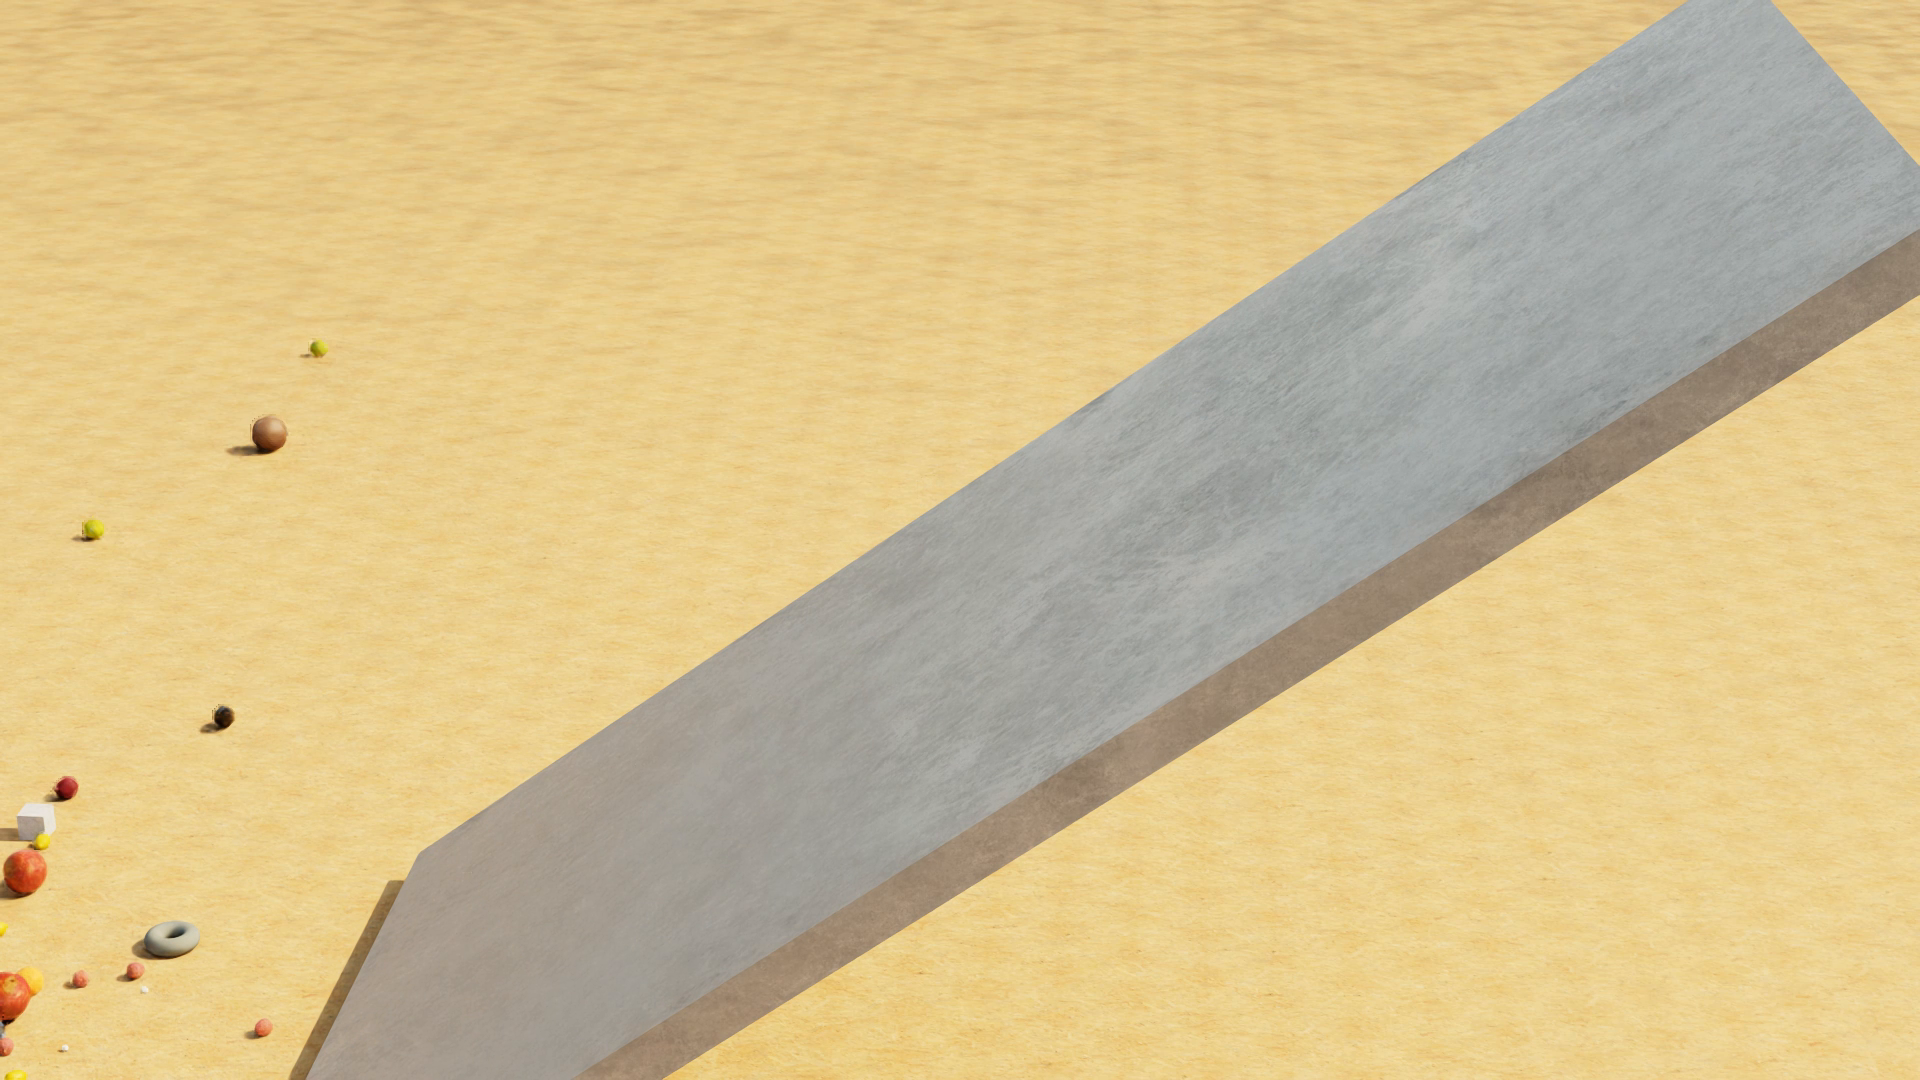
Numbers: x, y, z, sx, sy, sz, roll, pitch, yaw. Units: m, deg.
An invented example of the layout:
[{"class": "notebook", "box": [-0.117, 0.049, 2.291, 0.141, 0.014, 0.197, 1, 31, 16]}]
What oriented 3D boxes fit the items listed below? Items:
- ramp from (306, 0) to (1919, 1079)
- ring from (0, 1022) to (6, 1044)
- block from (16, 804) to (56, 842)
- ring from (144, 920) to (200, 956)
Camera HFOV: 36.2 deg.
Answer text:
[{"class": "ramp", "box": [0.131, 0.177, 6.317, 4.000, 0.100, 2.000, -34, 16, 16]}, {"class": "ring", "box": [-2.360, 1.188, 7.047, 0.143, 0.048, 0.143, 1, 23, 0]}, {"class": "block", "box": [-2.522, 0.770, 8.031, 0.075, 0.075, 0.075, 1, 22, 4]}, {"class": "ring", "box": [-2.003, 1.013, 7.476, 0.139, 0.046, 0.139, 1, 22, 0]}]
